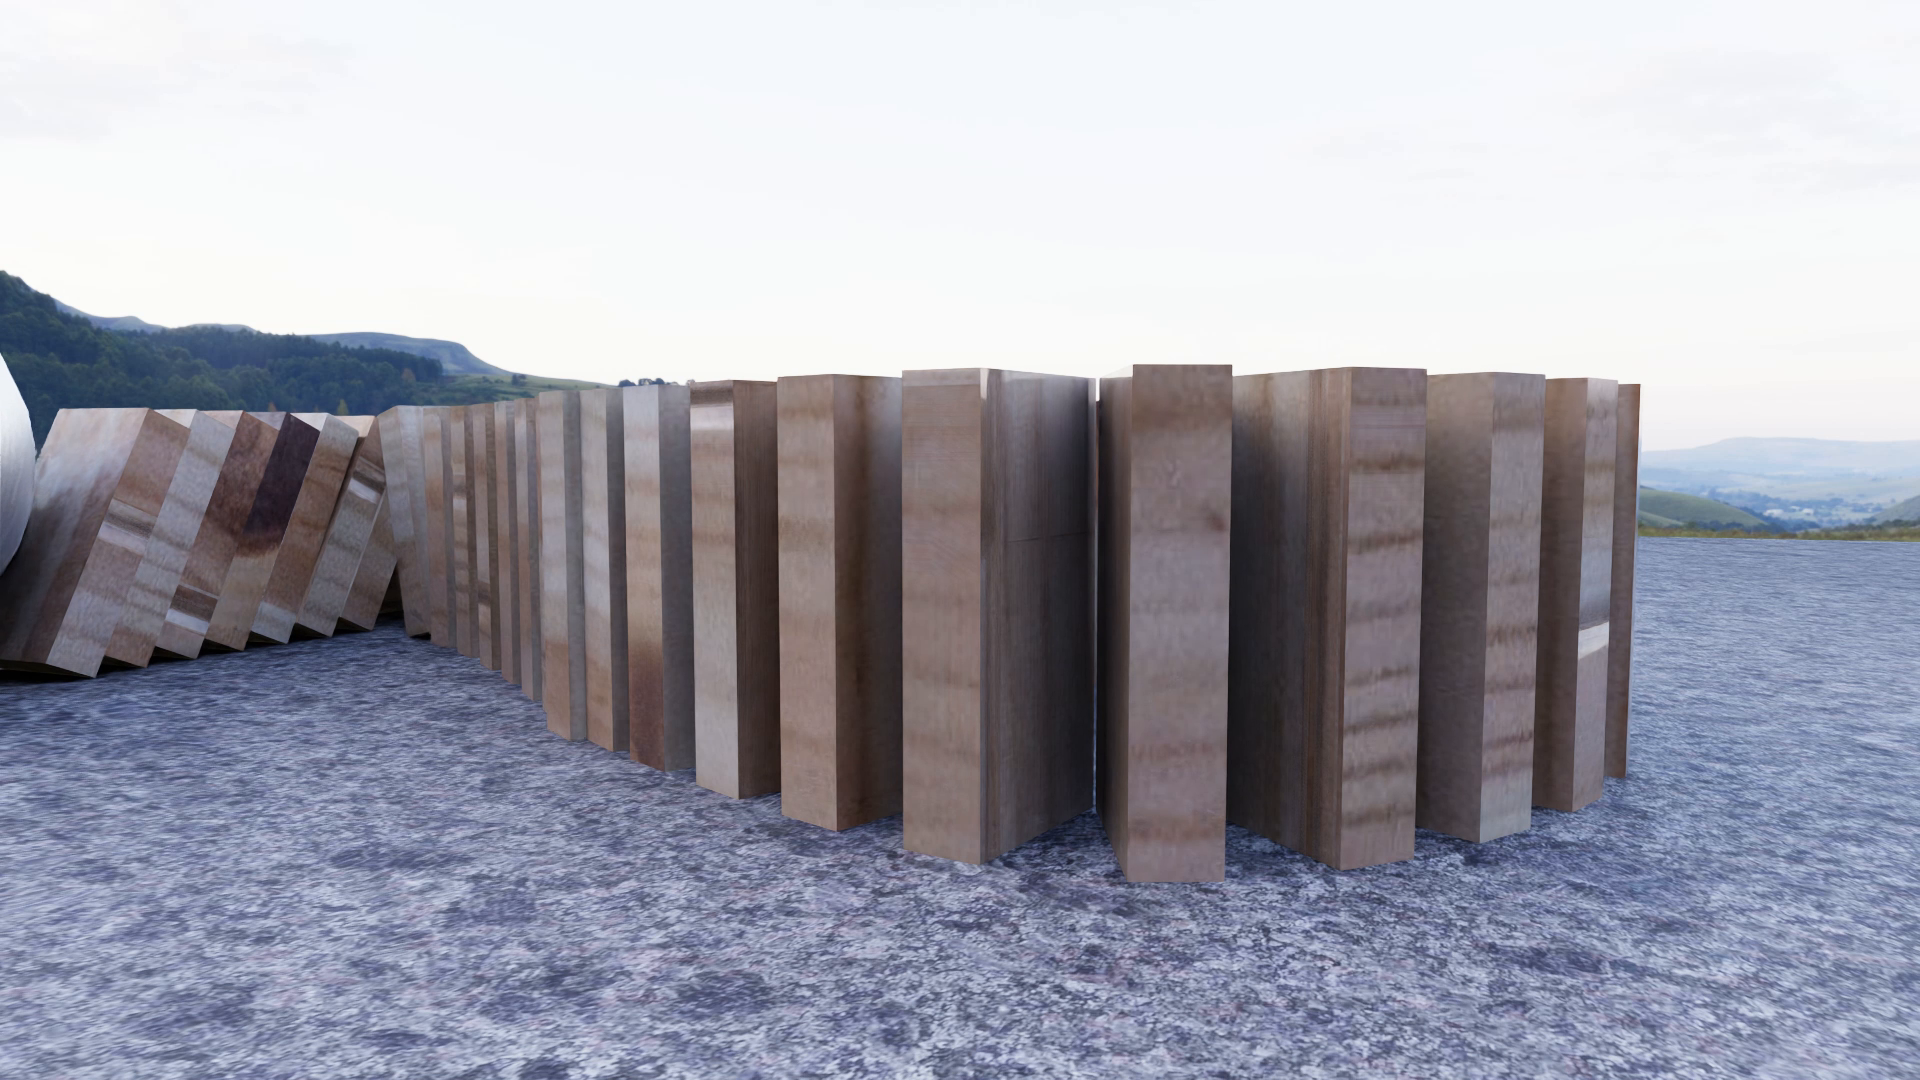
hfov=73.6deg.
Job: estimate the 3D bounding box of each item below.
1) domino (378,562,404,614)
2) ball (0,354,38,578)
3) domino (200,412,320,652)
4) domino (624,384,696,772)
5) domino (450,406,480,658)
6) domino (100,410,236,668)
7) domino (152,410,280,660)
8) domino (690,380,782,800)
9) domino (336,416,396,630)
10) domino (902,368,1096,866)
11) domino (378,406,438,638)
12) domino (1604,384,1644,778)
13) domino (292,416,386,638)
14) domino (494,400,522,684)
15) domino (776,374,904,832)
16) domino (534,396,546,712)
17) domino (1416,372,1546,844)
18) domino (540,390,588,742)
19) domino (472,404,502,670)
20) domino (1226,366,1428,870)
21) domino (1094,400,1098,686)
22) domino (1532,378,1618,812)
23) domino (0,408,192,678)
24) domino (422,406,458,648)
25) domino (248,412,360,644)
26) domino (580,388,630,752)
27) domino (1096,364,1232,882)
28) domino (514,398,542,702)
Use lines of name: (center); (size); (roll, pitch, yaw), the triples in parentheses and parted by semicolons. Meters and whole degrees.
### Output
domino: (-0.133, 0.008, 0.328); (0.025, 0.010, 0.050); (-26, -5, 19)
ball: (-0.199, -0.013, 0.207); (0.080, 0.080, 0.080); (0, 4, 0)
domino: (-0.156, -0.002, 0.272); (0.025, 0.050, 0.009); (2, -21, 21)
domino: (-0.032, 0.004, 0.176); (0.025, 0.050, 0.009); (-4, 6, -41)
domino: (-0.090, -0.002, 0.264); (0.025, 0.050, 0.010); (-3, 5, -36)
domino: (-0.164, -0.001, 0.252); (0.025, 0.050, 0.009); (2, -21, 21)
domino: (-0.160, -0.002, 0.262); (0.025, 0.050, 0.009); (2, -21, 21)
domino: (-0.021, 0.005, 0.164); (0.025, 0.050, 0.010); (-4, 6, -43)
domino: (-0.143, -0.005, 0.301); (0.025, 0.050, 0.009); (2, -22, 22)
domino: (0.005, 0.007, 0.141); (0.010, 0.050, 0.025); (3, 5, 33)
domino: (-0.114, -0.005, 0.291); (0.010, 0.050, 0.025); (-12, -5, 40)
domino: (0.076, 0.005, 0.172); (0.025, 0.050, 0.010); (2, 5, 30)
domino: (-0.147, -0.004, 0.292); (0.025, 0.050, 0.010); (2, -22, 21)
domino: (-0.071, 0.000, 0.235); (0.025, 0.050, 0.010); (-3, 5, -31)
domino: (-0.009, 0.006, 0.151); (0.009, 0.050, 0.025); (4, 6, 43)
domino: (-0.054, 0.002, 0.206); (0.025, 0.050, 0.009); (-2, 5, -29)
domino: (0.052, 0.006, 0.148); (0.009, 0.050, 0.025); (-3, 5, -35)
domino: (-0.049, 0.003, 0.193); (0.025, 0.050, 0.009); (-3, 5, -37)
domino: (-0.080, -0.001, 0.250); (0.025, 0.050, 0.010); (-3, 5, -34)
domino: (0.037, 0.007, 0.139); (0.009, 0.050, 0.025); (-2, 5, -23)
domino: (0.025, 0.000, 0.238); (0.009, 0.050, 0.025); (-1, 4, -11)
domino: (0.065, 0.006, 0.159); (0.010, 0.050, 0.025); (-4, 6, -44)
domino: (-0.167, 0.000, 0.242); (0.025, 0.050, 0.009); (2, -21, 21)
domino: (-0.101, -0.003, 0.277); (0.025, 0.050, 0.010); (-4, 5, -43)
domino: (-0.152, -0.003, 0.282); (0.025, 0.050, 0.010); (2, -21, 21)
domino: (-0.041, 0.004, 0.187); (0.025, 0.050, 0.009); (-3, 5, -37)
domino: (0.021, 0.007, 0.135); (0.009, 0.050, 0.025); (0, 4, -1)
domino: (-0.062, 0.001, 0.221); (0.025, 0.050, 0.010); (-2, 5, -30)
